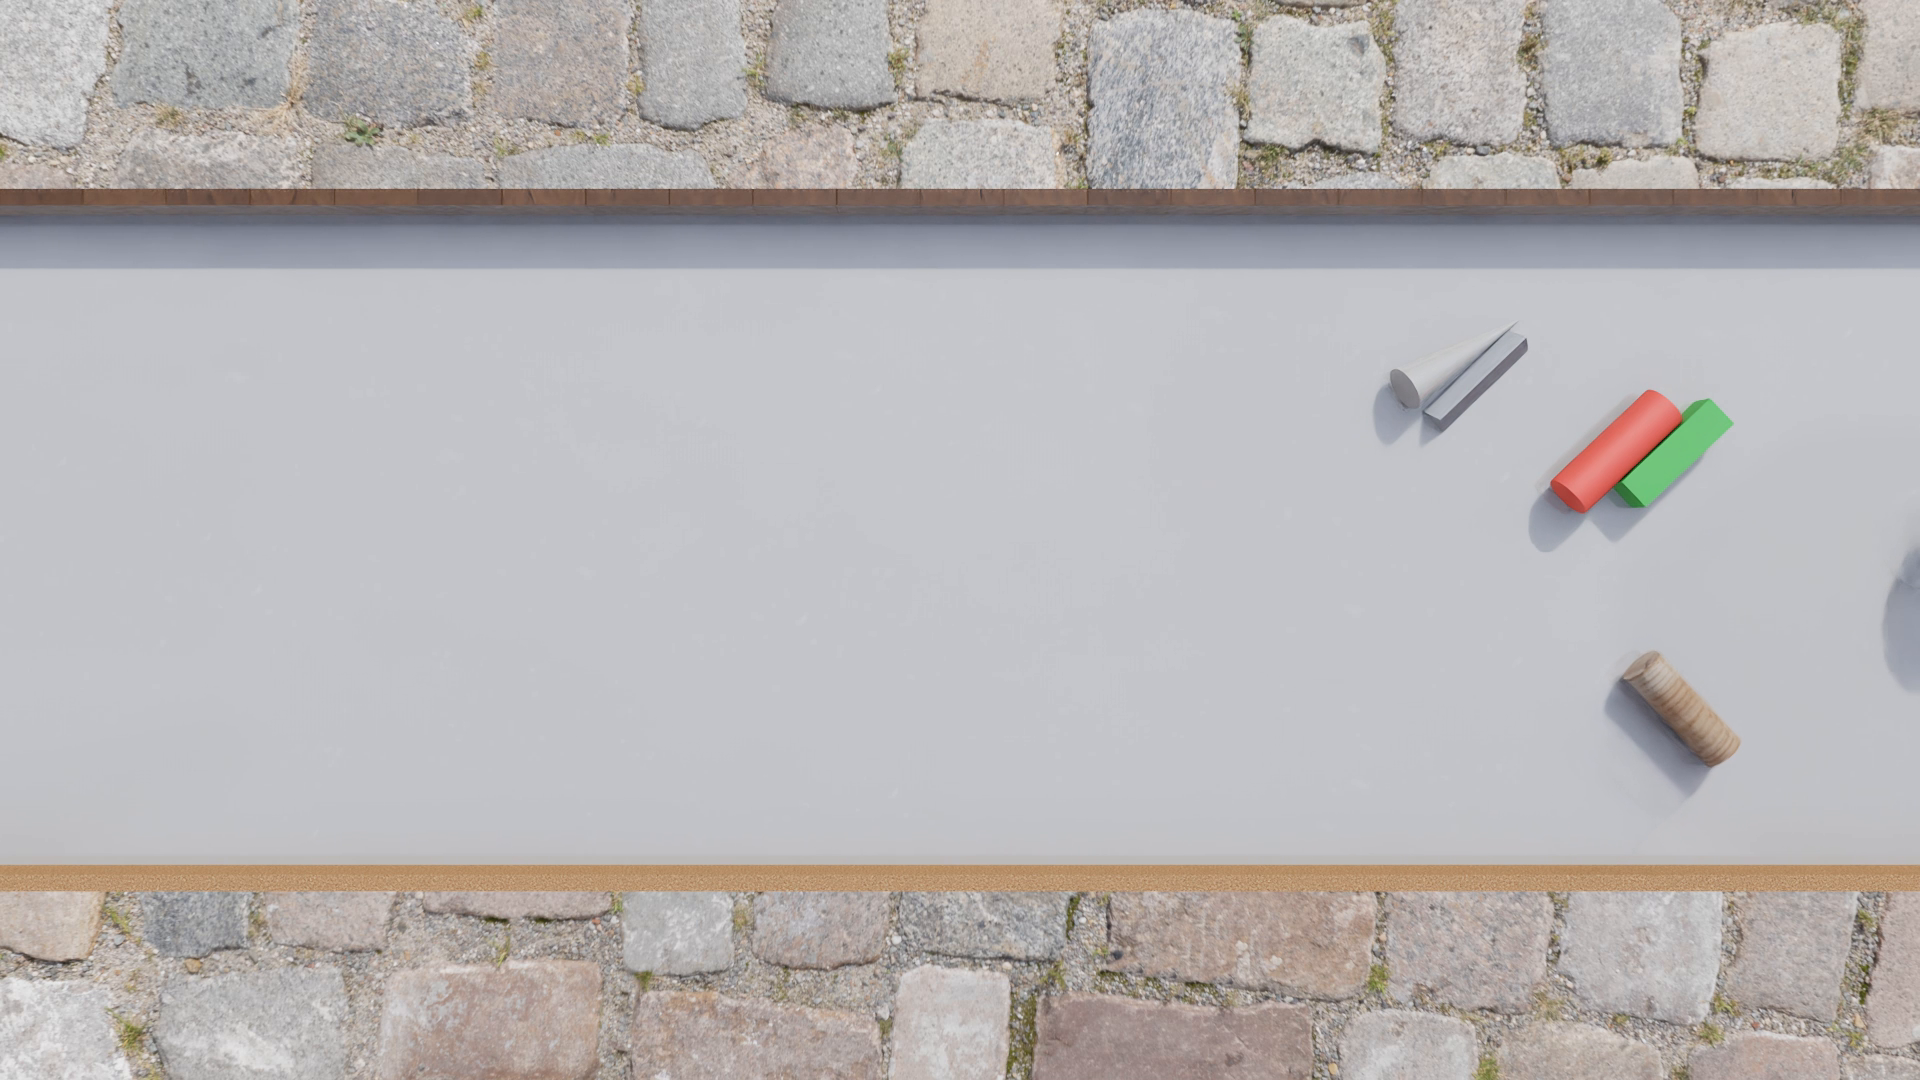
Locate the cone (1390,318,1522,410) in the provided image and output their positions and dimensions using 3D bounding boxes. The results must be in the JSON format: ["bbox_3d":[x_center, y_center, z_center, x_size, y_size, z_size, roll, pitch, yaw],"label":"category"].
[{"bbox_3d":[1.541,-0.571,5.042,0.447,0.140,0.140,-31,90,-9],"label":"cone"}]

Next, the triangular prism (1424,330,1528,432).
[{"bbox_3d":[1.585,-0.490,5.037,0.363,0.076,0.087,-44,90,0],"label":"triangular prism"}]

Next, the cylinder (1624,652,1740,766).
[{"bbox_3d":[2.195,0.513,5.014,0.125,0.125,0.365,-43,90,0],"label":"cylinder"}]

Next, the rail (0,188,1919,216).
[{"bbox_3d":[-2.247,-1.025,5.002,12.000,0.150,0.050,0,90,0],"label":"rail"}]

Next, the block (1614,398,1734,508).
[{"bbox_3d":[2.165,-0.263,5.024,0.366,0.105,0.105,-43,90,0],"label":"block"}]

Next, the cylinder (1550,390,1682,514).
[{"bbox_3d":[1.991,-0.268,5.007,0.401,0.140,0.140,-43,90,0],"label":"cylinder"}]

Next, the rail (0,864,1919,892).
[{"bbox_3d":[-2.247,1.025,5.001,12.000,0.150,0.050,0,90,0],"label":"rail"}]
